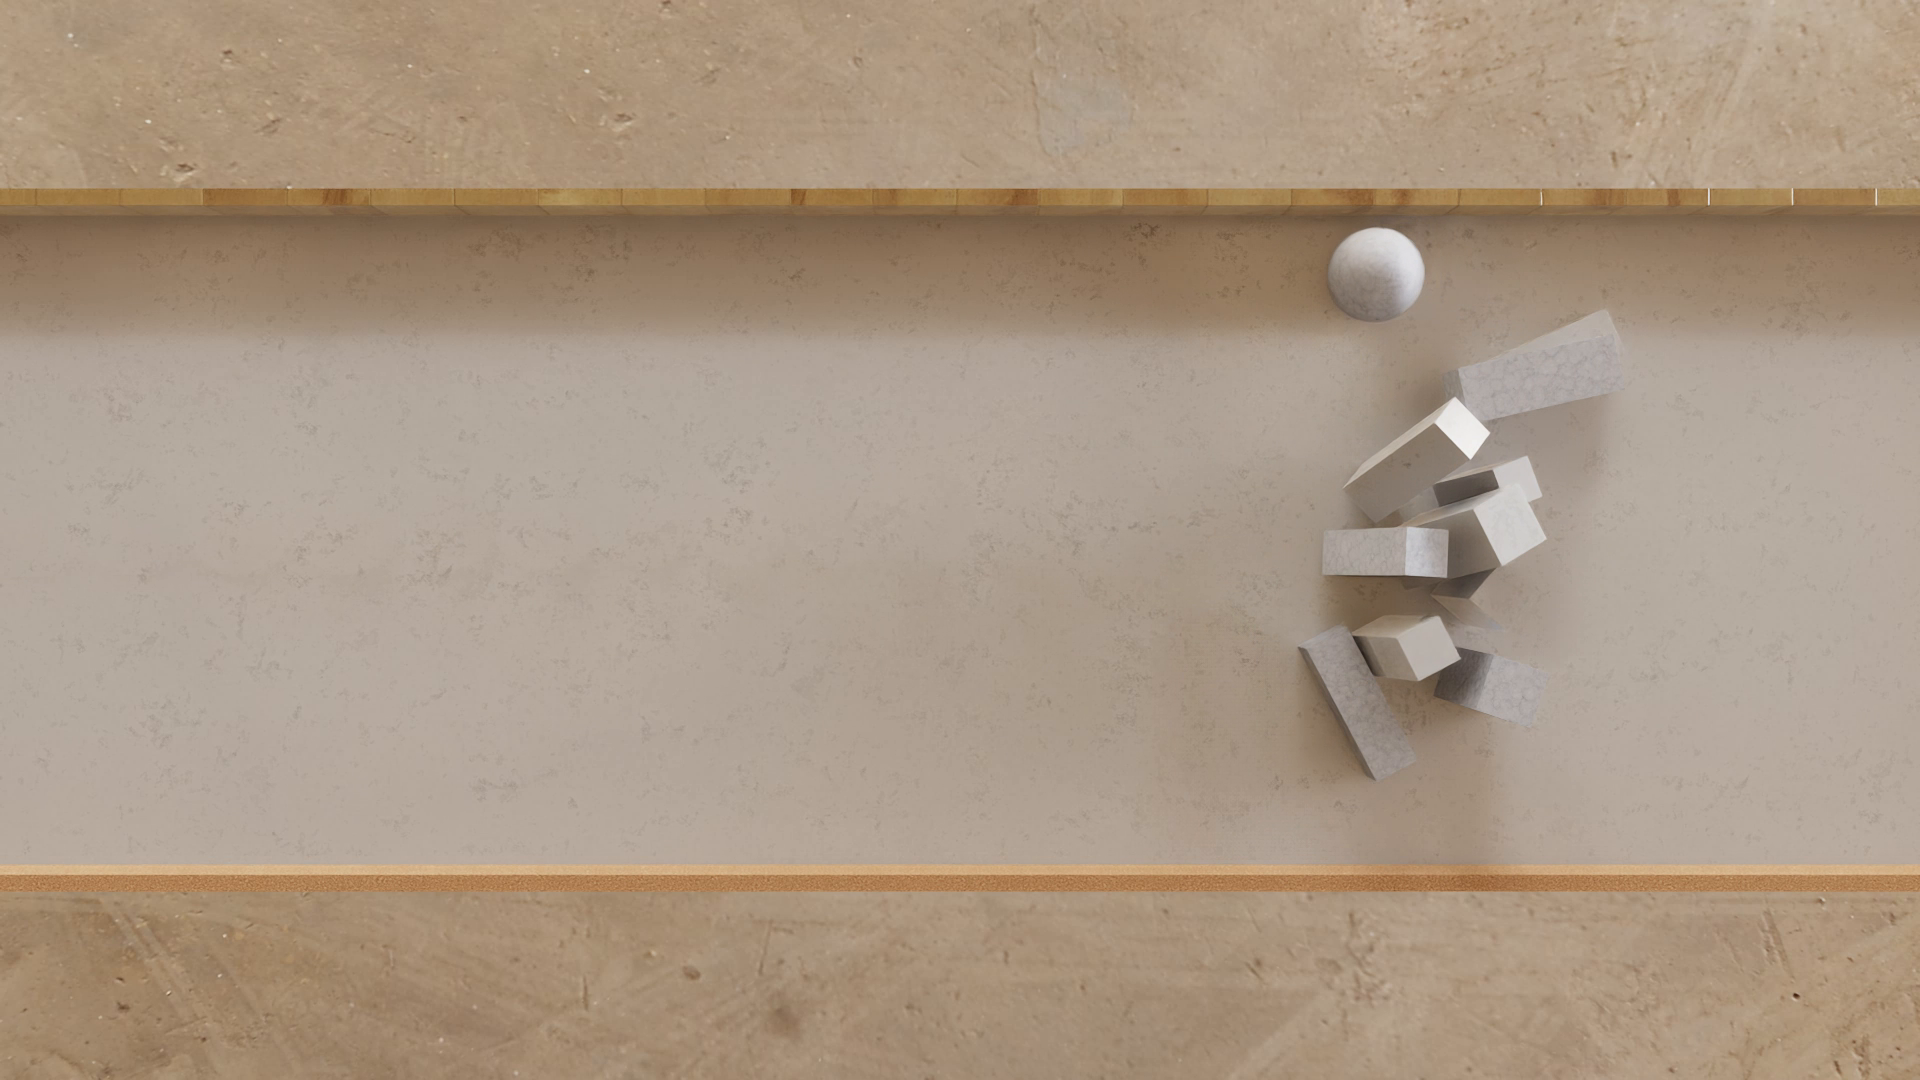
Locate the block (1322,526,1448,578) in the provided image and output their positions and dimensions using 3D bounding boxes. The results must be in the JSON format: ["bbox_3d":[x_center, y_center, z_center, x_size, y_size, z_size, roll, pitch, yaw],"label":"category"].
[{"bbox_3d":[1.241,0.039,4.836,0.135,0.456,0.135,4,88,-17],"label":"block"}]

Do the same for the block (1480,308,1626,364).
[{"bbox_3d":[1.775,-0.540,5.002,0.405,0.149,0.149,-24,90,0],"label":"block"}]

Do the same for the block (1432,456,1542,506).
[{"bbox_3d":[1.563,-0.148,4.907,0.126,0.316,0.126,-20,90,-18],"label":"block"}]

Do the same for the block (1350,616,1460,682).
[{"bbox_3d":[1.296,0.313,4.846,0.137,0.450,0.137,-27,90,-5],"label":"block"}]

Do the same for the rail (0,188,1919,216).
[{"bbox_3d":[-2.247,-1.025,5.002,12.000,0.150,0.050,0,90,0],"label":"rail"}]

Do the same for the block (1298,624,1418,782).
[{"bbox_3d":[1.204,0.493,5.007,0.139,0.139,0.449,-28,90,0],"label":"block"}]

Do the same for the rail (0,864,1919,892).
[{"bbox_3d":[-2.247,1.025,5.001,12.000,0.150,0.050,0,90,0],"label":"rail"}]

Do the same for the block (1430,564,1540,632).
[{"bbox_3d":[1.549,0.160,4.883,0.145,0.388,0.145,41,90,0],"label":"block"}]

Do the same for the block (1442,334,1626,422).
[{"bbox_3d":[1.680,-0.465,4.845,0.459,0.165,0.165,-13,90,0],"label":"block"}]

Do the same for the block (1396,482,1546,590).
[{"bbox_3d":[1.463,-0.005,4.830,0.179,0.458,0.179,-27,90,-22],"label":"block"}]

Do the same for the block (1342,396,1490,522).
[{"bbox_3d":[1.340,-0.231,4.864,0.145,0.422,0.145,46,53,0],"label":"block"}]

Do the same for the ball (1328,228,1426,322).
[{"bbox_3d":[1.245,-0.793,4.936,0.282,0.282,0.282,0,90,0],"label":"ball"}]

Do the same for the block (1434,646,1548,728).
[{"bbox_3d":[1.560,0.428,4.867,0.165,0.419,0.165,19,90,0],"label":"block"}]
